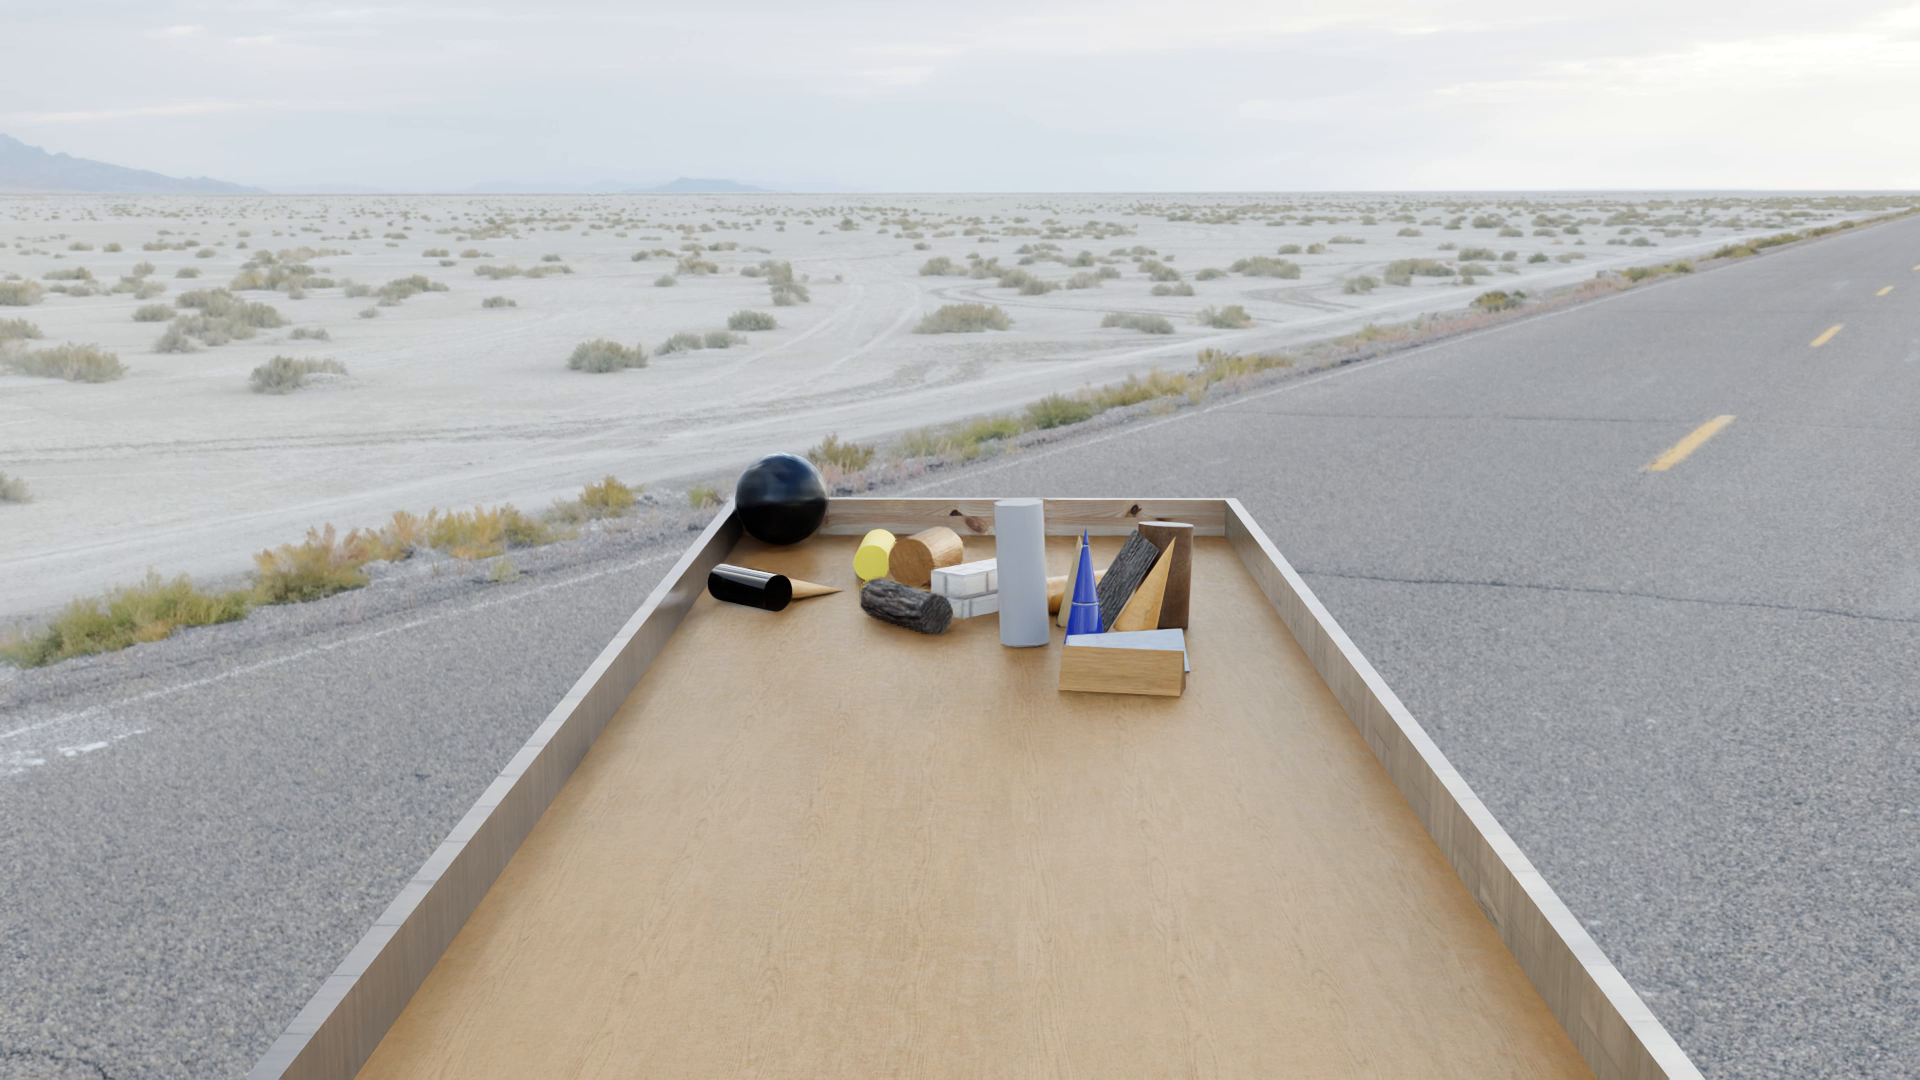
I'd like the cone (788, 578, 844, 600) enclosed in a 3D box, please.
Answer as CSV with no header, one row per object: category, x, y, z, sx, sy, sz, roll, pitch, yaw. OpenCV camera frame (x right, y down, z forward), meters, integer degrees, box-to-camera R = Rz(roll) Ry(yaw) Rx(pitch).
cone,-0.536,0.175,7.734,0.106,0.106,0.367,9,4,44

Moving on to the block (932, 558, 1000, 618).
block,0.082,0.160,7.525,0.148,0.148,0.372,8,12,42

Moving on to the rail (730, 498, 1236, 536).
rail,0.099,-0.098,9.147,2.100,0.150,0.050,0,9,1

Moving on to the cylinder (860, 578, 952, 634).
cylinder,-0.180,0.215,7.245,0.127,0.127,0.376,-6,11,-32

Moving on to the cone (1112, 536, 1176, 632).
cone,0.611,0.143,6.915,0.141,0.344,0.141,22,9,-4

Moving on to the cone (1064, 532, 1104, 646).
cone,0.382,0.160,6.692,0.145,0.409,0.145,0,9,0

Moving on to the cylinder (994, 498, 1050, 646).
cylinder,0.195,0.102,6.922,0.155,0.445,0.155,-3,9,0

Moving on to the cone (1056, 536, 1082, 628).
cone,0.390,0.131,7.219,0.149,0.303,0.149,0,9,0

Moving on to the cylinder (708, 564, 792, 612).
cylinder,-0.724,0.163,7.571,0.128,0.128,0.305,-9,12,-43

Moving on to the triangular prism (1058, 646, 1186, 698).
triangular prism,0.466,0.367,6.291,0.348,0.119,0.138,2,9,13

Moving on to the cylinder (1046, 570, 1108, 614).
cylinder,0.356,0.183,7.464,0.431,0.122,0.122,-8,12,-40

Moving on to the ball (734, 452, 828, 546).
ball,-0.721,-0.167,8.863,0.376,0.376,0.376,0,9,0

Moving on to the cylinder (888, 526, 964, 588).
cylinder,-0.123,0.061,8.055,0.178,0.178,0.307,3,10,20

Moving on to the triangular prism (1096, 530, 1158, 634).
triangular prism,0.479,0.146,7.004,0.106,0.092,0.400,9,55,44

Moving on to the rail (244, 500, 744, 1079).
rail,-1.004,0.839,3.234,0.050,0.150,12.000,0,9,1

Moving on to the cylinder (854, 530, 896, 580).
cylinder,-0.316,0.055,8.234,0.135,0.135,0.385,0,9,2

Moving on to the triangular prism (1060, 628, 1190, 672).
triangular prism,0.489,0.330,6.524,0.359,0.119,0.137,-3,10,-17

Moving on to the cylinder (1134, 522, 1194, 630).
cylinder,0.665,0.114,7.188,0.180,0.333,0.180,2,5,0

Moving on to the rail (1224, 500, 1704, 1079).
rail,1.046,0.843,3.208,0.050,0.150,12.000,0,9,1
